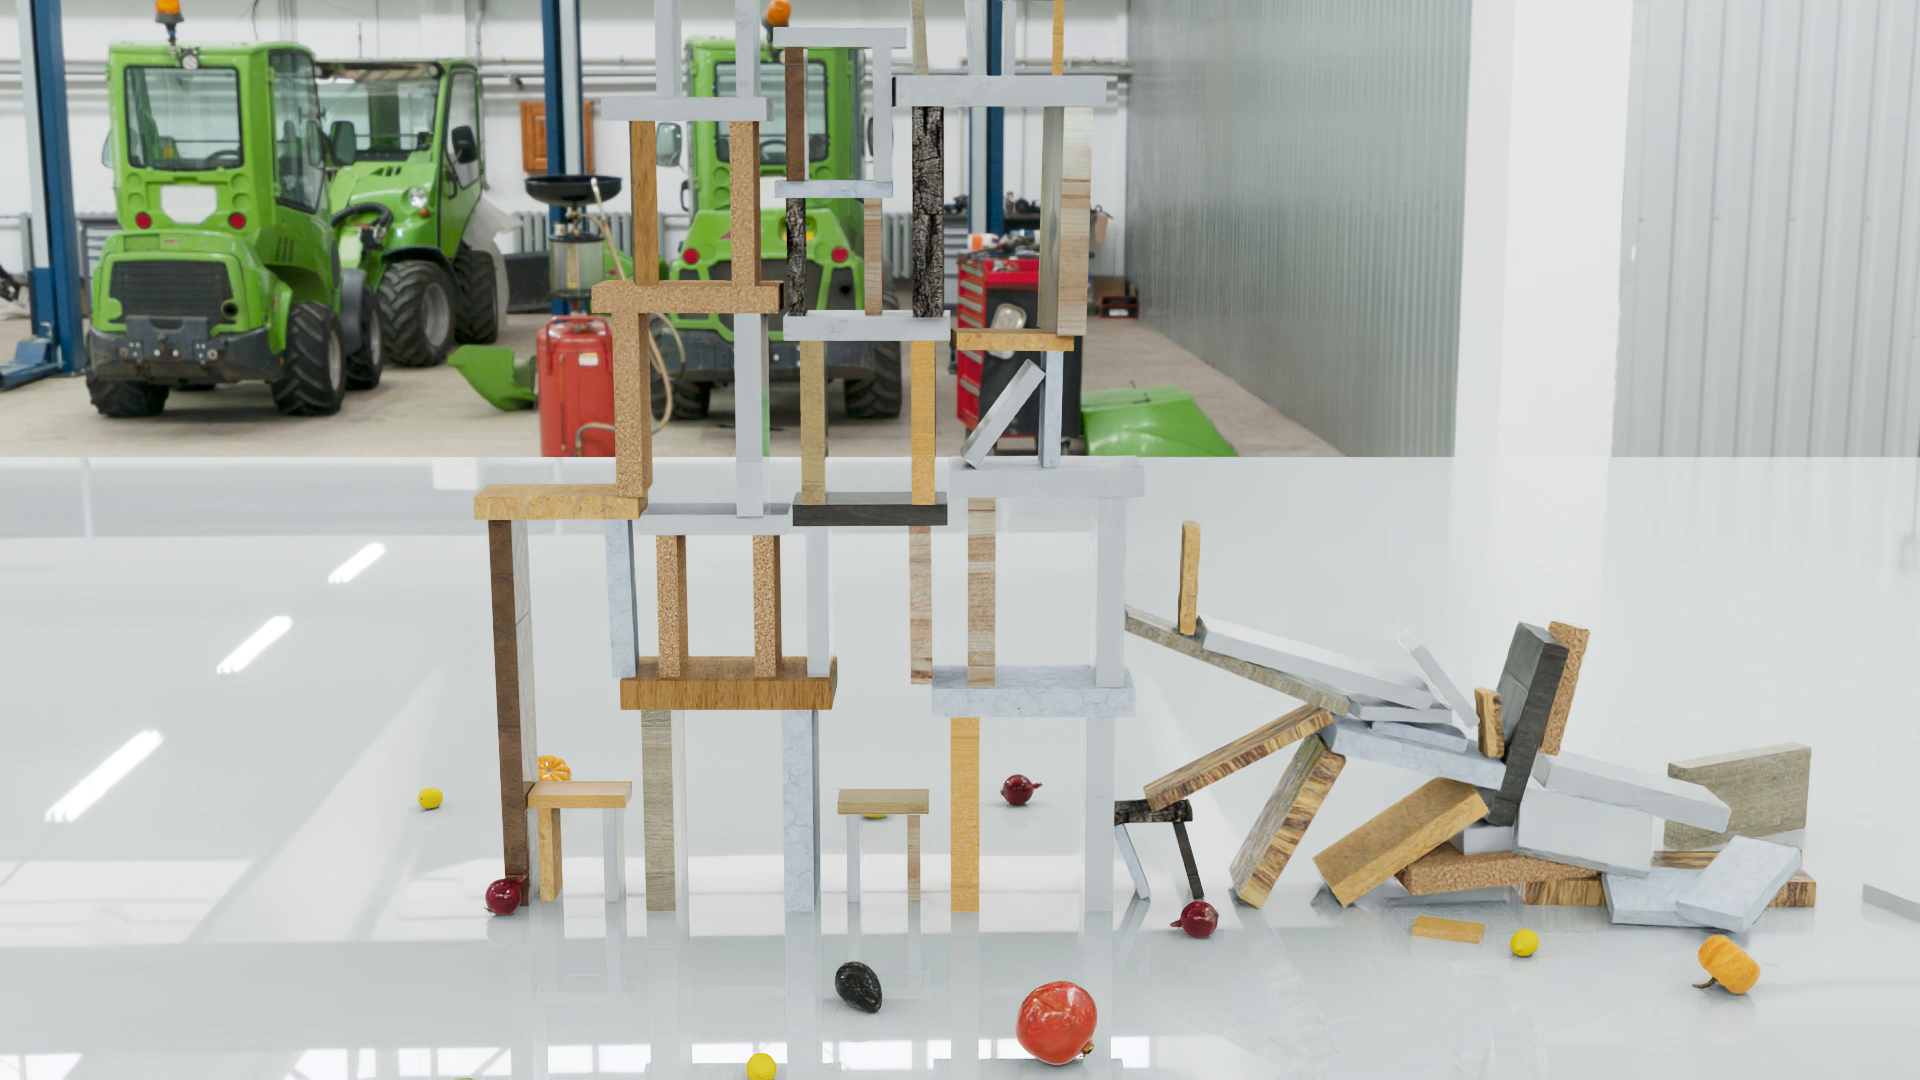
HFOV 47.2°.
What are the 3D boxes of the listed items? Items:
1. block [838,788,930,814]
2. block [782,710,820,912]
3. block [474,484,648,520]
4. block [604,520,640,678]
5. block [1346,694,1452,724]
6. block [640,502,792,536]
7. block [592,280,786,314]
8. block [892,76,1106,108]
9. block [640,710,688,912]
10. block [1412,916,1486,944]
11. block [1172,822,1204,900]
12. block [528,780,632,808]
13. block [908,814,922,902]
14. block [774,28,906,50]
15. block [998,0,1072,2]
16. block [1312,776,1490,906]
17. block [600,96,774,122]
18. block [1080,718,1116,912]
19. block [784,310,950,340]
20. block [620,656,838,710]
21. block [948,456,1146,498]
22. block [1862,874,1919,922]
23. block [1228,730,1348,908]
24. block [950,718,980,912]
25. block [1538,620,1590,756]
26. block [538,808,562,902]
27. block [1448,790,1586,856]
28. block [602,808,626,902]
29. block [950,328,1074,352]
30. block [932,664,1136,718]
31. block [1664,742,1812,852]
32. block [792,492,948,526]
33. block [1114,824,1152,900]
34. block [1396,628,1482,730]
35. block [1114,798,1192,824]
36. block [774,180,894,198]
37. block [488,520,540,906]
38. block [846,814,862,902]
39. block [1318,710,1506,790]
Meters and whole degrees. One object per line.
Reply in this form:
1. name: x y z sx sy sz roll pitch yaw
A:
1. block: -0.126 0.433 3.639 0.149 0.021 0.075 0 11 0
2. block: -0.262 0.423 3.639 0.048 0.338 0.169 0 11 0
3. block: -0.640 -0.062 3.543 0.259 0.037 0.130 0 10 -1
4. block: -0.549 0.082 3.577 0.037 0.259 0.130 -2 11 -5
5. block: 0.719 0.277 3.614 0.158 0.022 0.079 3 11 -12
6. block: -0.392 -0.034 3.554 0.232 0.033 0.116 0 11 0
7. block: -0.428 -0.387 3.490 0.290 0.041 0.145 0 11 0
8. block: 0.057 -0.700 3.433 0.322 0.046 0.161 -1 11 -5
9. block: -0.488 0.423 3.639 0.048 0.338 0.169 0 11 0
10. block: 0.774 0.617 3.483 0.104 0.015 0.052 4 11 22
11. block: 0.378 0.524 3.661 0.019 0.133 0.067 -16 10 3
12. block: -0.628 0.422 3.642 0.159 0.023 0.080 0 11 0
13. block: -0.076 0.517 3.655 0.021 0.149 0.075 0 11 0
14. block: -0.185 -0.779 3.416 0.203 0.029 0.102 0 11 -2
15. block: 0.115 -0.842 3.399 0.115 0.016 0.058 0 11 2
16. block: 0.729 0.490 3.650 0.284 0.040 0.142 -34 12 4
17. block: -0.423 -0.673 3.435 0.253 0.036 0.126 0 11 1
18. block: 0.226 0.430 3.635 0.046 0.327 0.163 0 11 0
19. block: -0.146 -0.342 3.499 0.261 0.037 0.131 0 11 0
20. block: -0.375 0.234 3.604 0.338 0.048 0.169 0 11 0
21. block: 0.137 -0.103 3.546 0.309 0.044 0.154 0 11 -1
22. block: 1.585 0.594 3.563 0.106 0.030 0.212 -5 12 -25
23. block: 0.540 0.458 3.643 0.040 0.284 0.142 28 9 -5
24. block: 0.008 0.430 3.635 0.046 0.327 0.163 0 11 0
25. block: 0.990 0.246 3.664 0.030 0.214 0.107 14 2 -5
26. block: -0.682 0.511 3.658 0.023 0.159 0.080 0 11 0
27. block: 0.971 0.470 3.699 0.311 0.044 0.155 -5 11 -6
28. block: -0.575 0.511 3.658 0.023 0.159 0.080 0 11 0
29. block: 0.082 -0.319 3.493 0.185 0.026 0.093 0 10 -7
30. block: 0.117 0.247 3.602 0.327 0.046 0.163 0 11 0
31. block: 1.398 0.460 3.953 0.305 0.153 0.043 -5 12 -26
32. block: -0.144 -0.051 3.557 0.247 0.035 0.123 0 11 -1
33. block: 0.283 0.525 3.662 0.019 0.133 0.067 -22 10 4
34. block: 0.785 0.228 3.611 0.024 0.173 0.086 -38 15 5
35. block: 0.316 0.450 3.650 0.133 0.019 0.067 -1 11 0
36. block: -0.198 -0.553 3.464 0.183 0.026 0.091 0 11 -1
37. block: -0.729 0.272 3.614 0.037 0.646 0.130 0 11 0
38. block: -0.176 0.517 3.655 0.021 0.149 0.075 0 11 0
39. block: 0.742 0.342 3.629 0.284 0.040 0.142 13 10 -4
